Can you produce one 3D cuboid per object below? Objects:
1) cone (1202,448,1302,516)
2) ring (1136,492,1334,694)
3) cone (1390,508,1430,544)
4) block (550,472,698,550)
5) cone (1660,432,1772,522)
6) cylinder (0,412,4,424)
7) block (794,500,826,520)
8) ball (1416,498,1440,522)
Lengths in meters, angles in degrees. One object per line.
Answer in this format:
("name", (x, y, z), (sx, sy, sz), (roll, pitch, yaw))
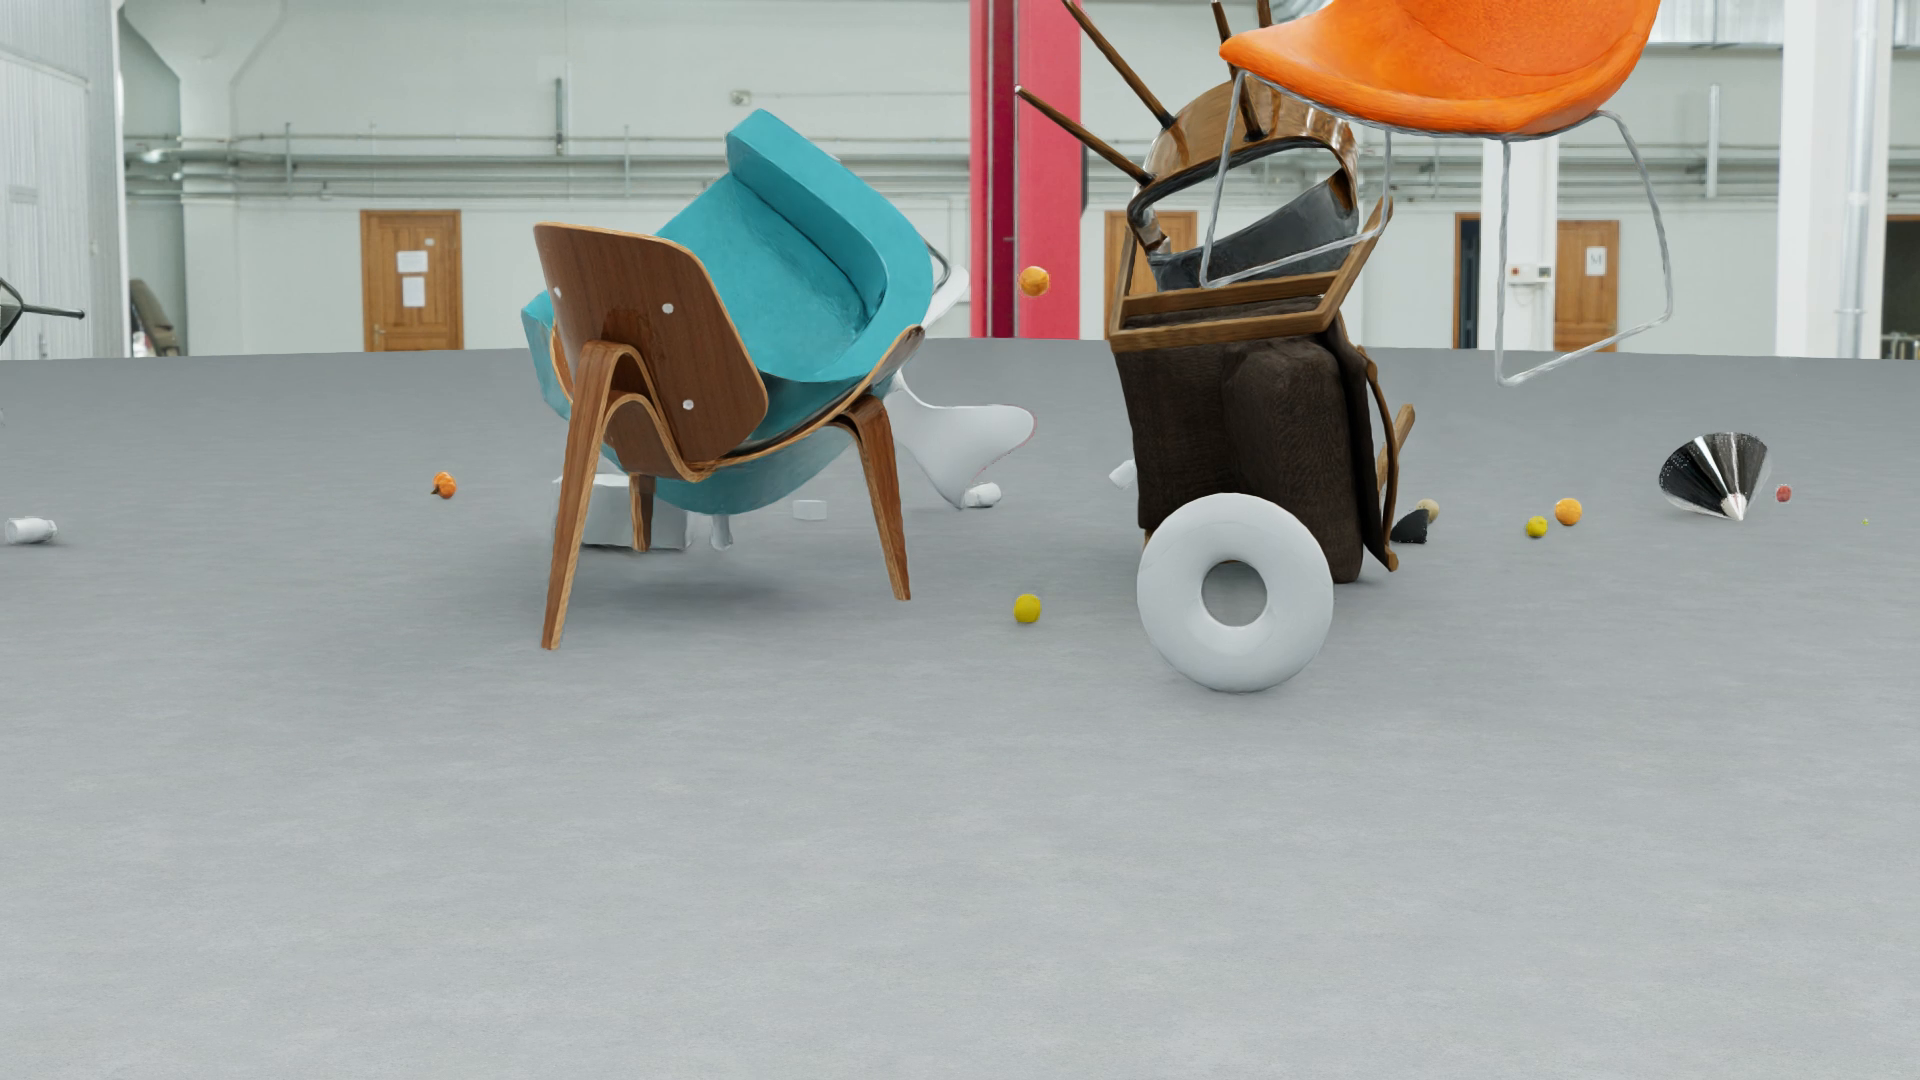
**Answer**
("cone", (0.658, -0.127, 6.035), (0.207, 0.291, 0.213), (21, -35, -18))
("ring", (0.432, 0.085, 4.042), (0.315, 0.322, 0.045), (-32, -3, 20))
("cone", (1.128, -0.013, 6.327), (0.119, 0.067, 0.107), (-32, -32, -4))
("block", (-0.821, -0.073, 6.286), (0.326, 0.144, 0.223), (4, 8, 0))
("cone", (2.094, -0.118, 6.990), (0.312, 0.267, 0.234), (-6, 36, 0))
("cylinder", (-2.506, -0.265, 6.412), (0.109, 0.085, 0.219), (23, 42, 9))
("block", (-0.408, -0.083, 6.981), (0.054, 0.048, 0.080), (-4, 7, -37))
("ball", (1.251, -0.079, 6.869), (0.064, 0.064, 0.064), (0, 6, 0))
